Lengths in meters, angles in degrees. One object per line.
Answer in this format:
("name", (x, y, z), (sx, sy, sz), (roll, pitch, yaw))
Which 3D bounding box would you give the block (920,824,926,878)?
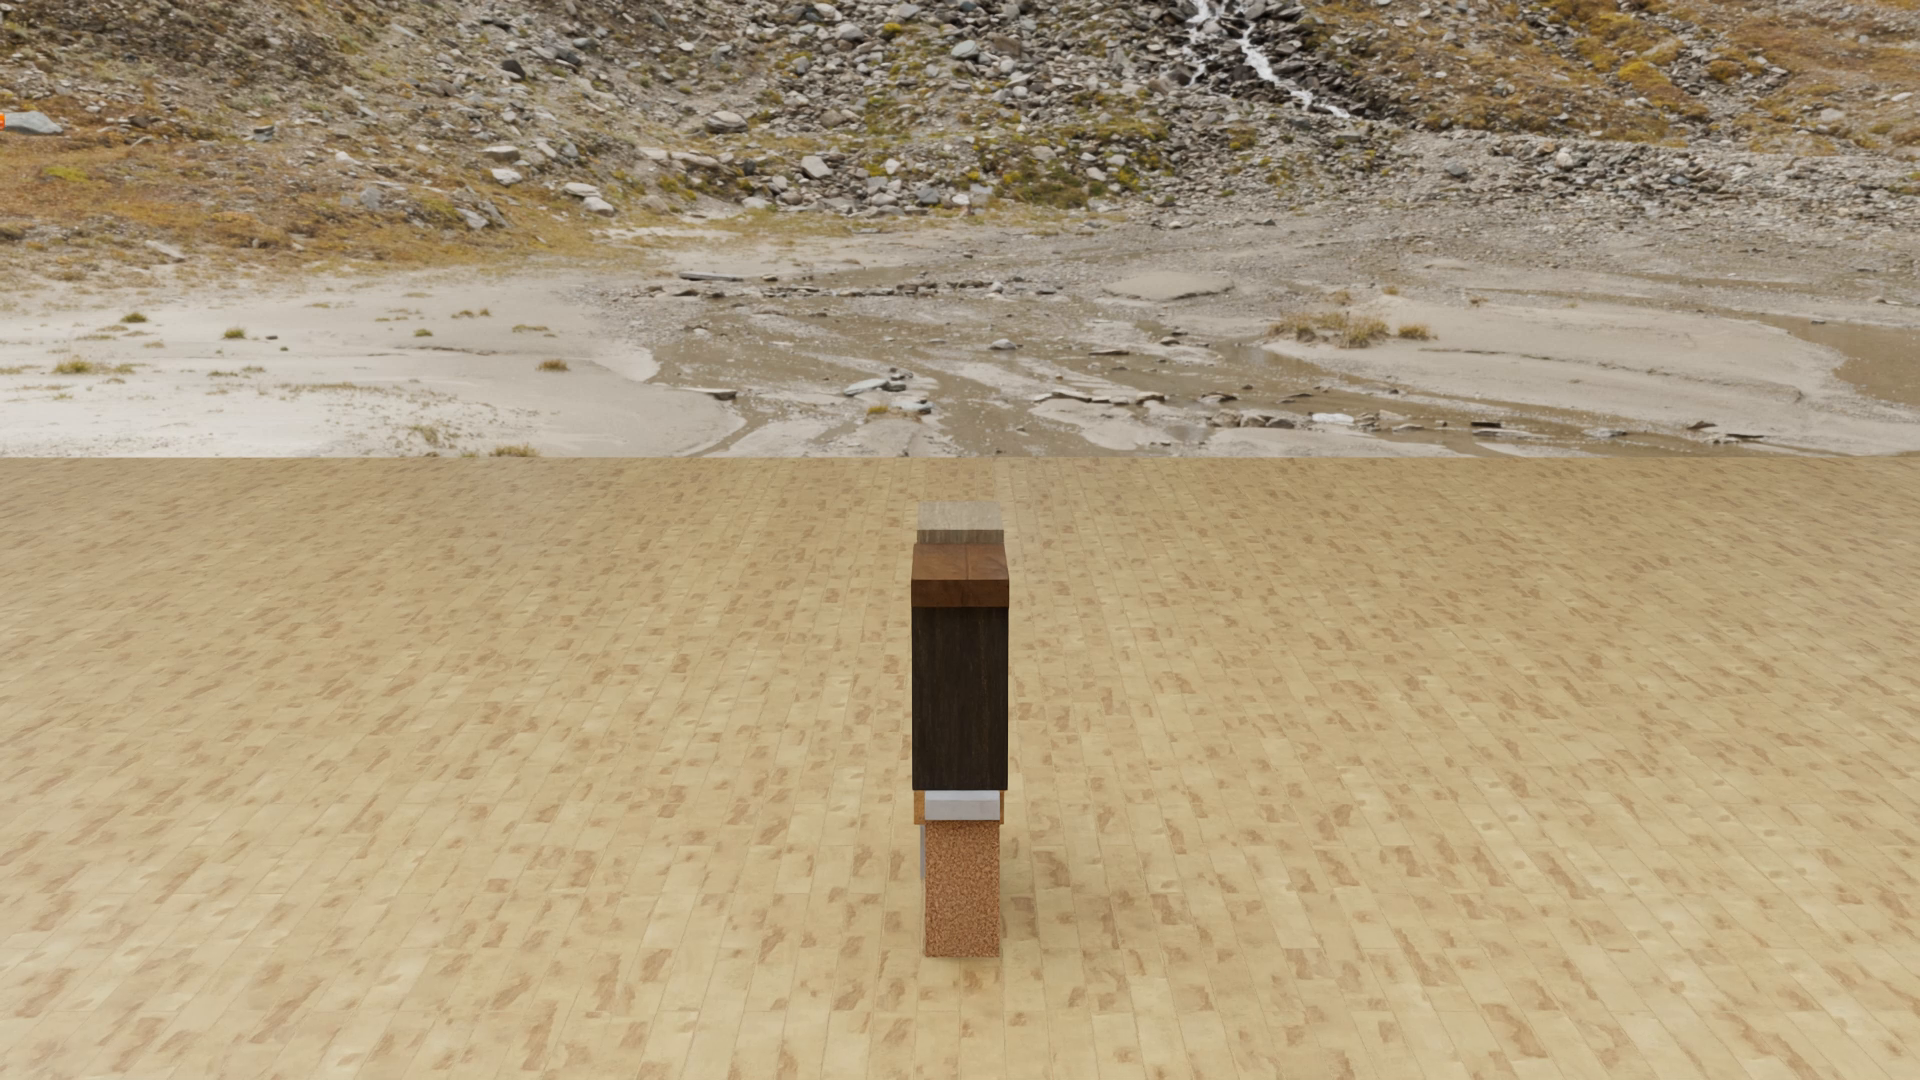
("block", (-0.003, 0.446, 3.739), (0.129, 0.257, 0.036), (0, 11, 0))

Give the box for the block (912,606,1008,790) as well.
("block", (0.000, 0.235, 3.358), (0.147, 0.293, 0.042), (0, 11, 0))

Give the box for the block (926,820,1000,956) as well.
("block", (0.004, 0.528, 3.382), (0.113, 0.227, 0.032), (0, 11, 0))

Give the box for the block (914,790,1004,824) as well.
("block", (-0.002, 0.257, 3.562), (0.147, 0.412, 0.042), (0, 11, 0))

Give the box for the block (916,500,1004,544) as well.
("block", (-0.001, -0.023, 3.707), (0.141, 0.040, 0.282), (0, 10, -1))

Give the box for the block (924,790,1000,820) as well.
("block", (0.004, 0.387, 3.433), (0.113, 0.032, 0.227), (0, 11, 0))

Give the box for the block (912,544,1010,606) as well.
("block", (-0.001, 0.053, 3.424), (0.147, 0.042, 0.293), (0, 11, 0))
